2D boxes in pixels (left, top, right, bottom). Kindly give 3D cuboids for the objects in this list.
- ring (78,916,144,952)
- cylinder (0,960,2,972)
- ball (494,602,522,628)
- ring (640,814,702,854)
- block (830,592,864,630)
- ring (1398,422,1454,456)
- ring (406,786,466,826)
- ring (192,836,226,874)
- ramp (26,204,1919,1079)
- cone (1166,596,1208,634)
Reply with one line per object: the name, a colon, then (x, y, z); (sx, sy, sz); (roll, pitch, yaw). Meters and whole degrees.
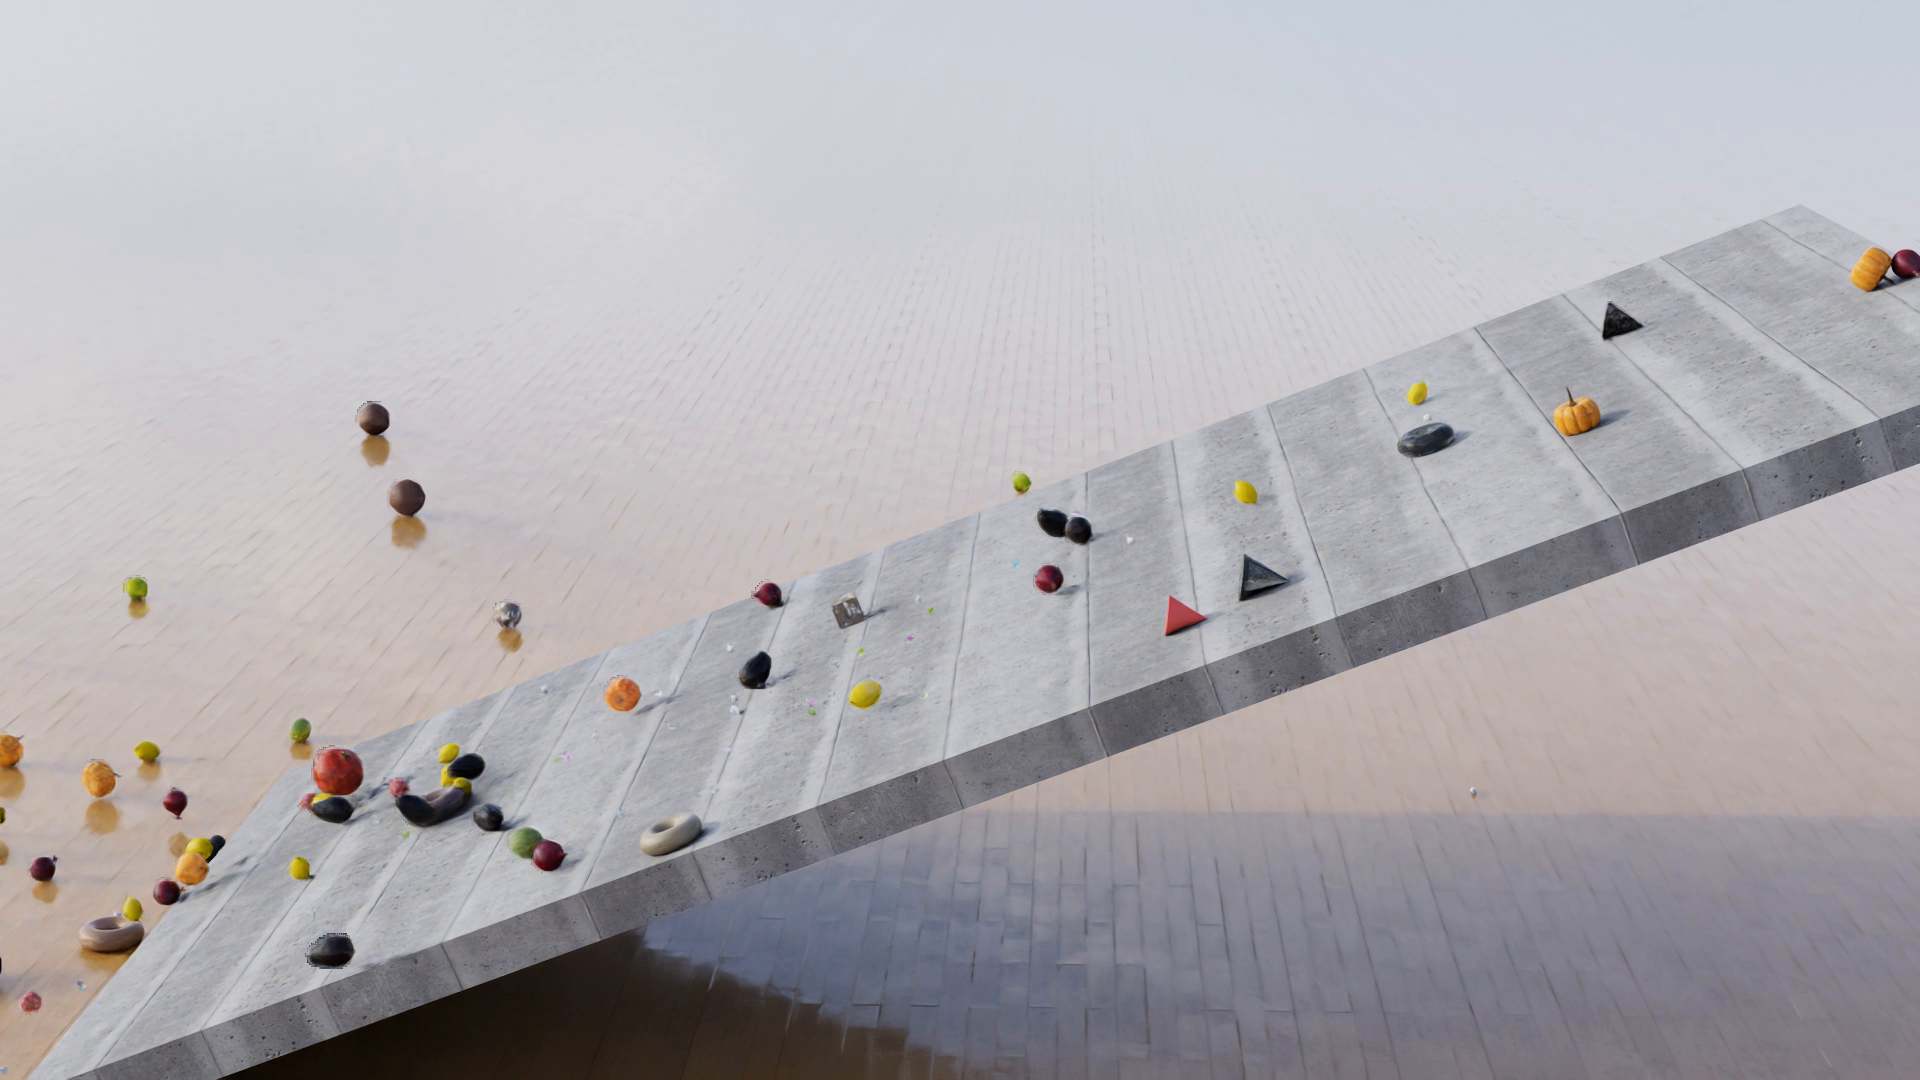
ring: (-1.900, 0.881, 6.583); (0.144, 0.048, 0.144); (0, 12, 0)
cylinder: (-2.133, 0.917, 6.347); (0.088, 0.088, 0.088); (9, 16, 33)
ball: (-1.411, 0.234, 9.186); (0.083, 0.083, 0.083); (0, 14, 0)
ring: (-0.539, 0.547, 5.475); (0.123, 0.041, 0.123); (-20, 13, 5)
block: (-0.254, 0.160, 6.642); (0.058, 0.058, 0.058); (-22, 12, 1)
ring: (0.970, -0.209, 6.134); (0.122, 0.041, 0.122); (-20, 13, 5)
ring: (-1.140, 0.579, 6.396); (0.141, 0.047, 0.141); (-21, 11, 4)
ring: (-1.786, 0.749, 6.993); (0.036, 0.108, 0.108); (34, 13, -4)
ramp: (0.121, 0.174, 6.292); (4.000, 0.100, 2.000); (-20, 12, 7)
cone: (0.429, 0.145, 5.542); (0.077, 0.077, 0.077); (6, 14, 2)
